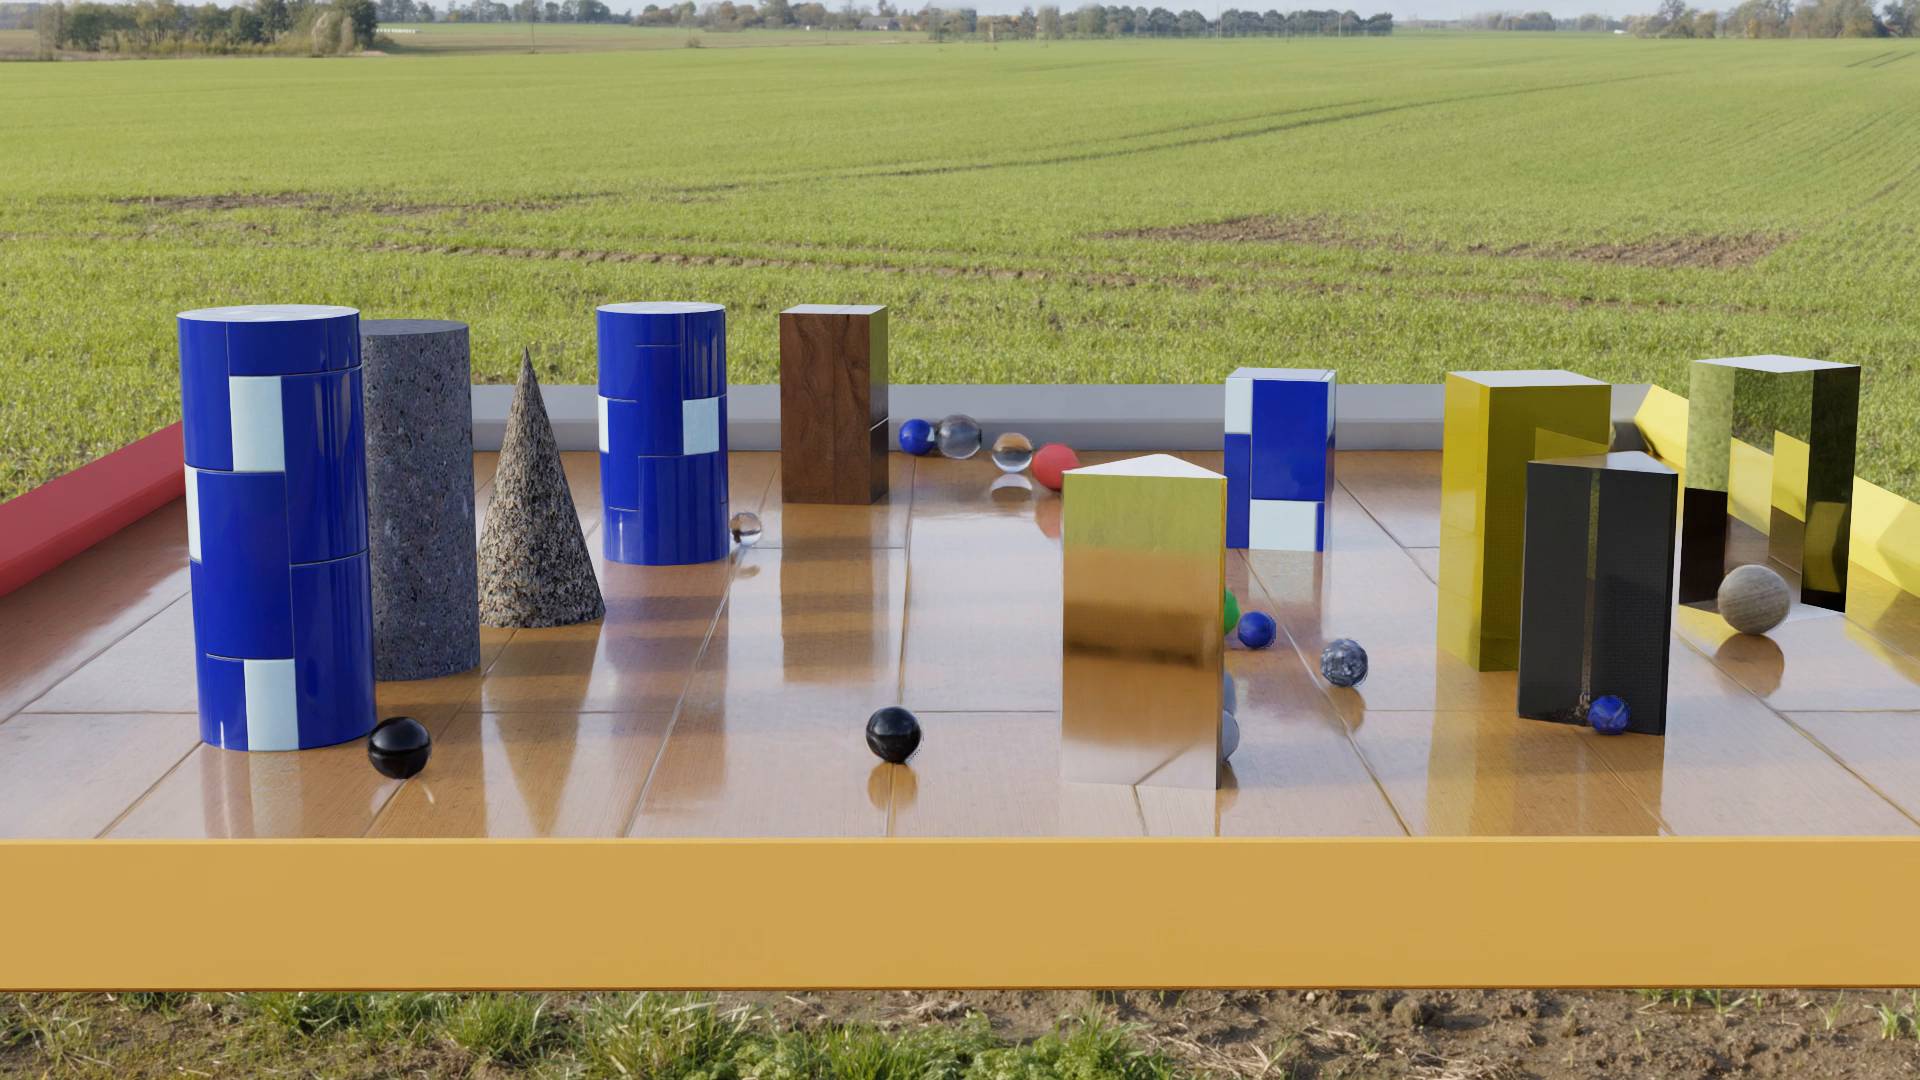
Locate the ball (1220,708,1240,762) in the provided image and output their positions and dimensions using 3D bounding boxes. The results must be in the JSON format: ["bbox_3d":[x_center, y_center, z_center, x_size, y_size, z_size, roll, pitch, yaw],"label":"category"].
[{"bbox_3d":[0.265,0.205,2.701,0.059,0.059,0.059,0,11,0],"label":"ball"}]

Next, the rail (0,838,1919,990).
[{"bbox_3d":[0.008,0.292,2.052,2.649,0.124,0.045,0,11,0],"label":"rail"}]

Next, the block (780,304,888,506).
[{"bbox_3d":[-0.211,-0.230,4.329,0.152,0.319,0.152,2,11,10],"label":"block"}]

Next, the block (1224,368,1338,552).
[{"bbox_3d":[0.491,-0.126,3.935,0.152,0.258,0.152,3,11,13],"label":"block"}]

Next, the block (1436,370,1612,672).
[{"bbox_3d":[0.691,-0.027,3.159,0.152,0.347,0.152,-2,11,-9],"label":"block"}]

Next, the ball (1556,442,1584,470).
[{"bbox_3d":[1.104,-0.152,4.647,0.048,0.048,0.048,0,11,0],"label":"ball"}]

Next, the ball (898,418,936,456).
[{"bbox_3d":[-0.082,-0.192,4.804,0.070,0.070,0.070,0,11,0],"label":"ball"}]

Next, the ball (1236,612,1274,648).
[{"bbox_3d":[0.372,0.113,3.229,0.047,0.047,0.047,0,11,0],"label":"ball"}]

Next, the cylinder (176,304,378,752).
[{"bbox_3d":[-0.742,-0.017,2.796,0.190,0.461,0.190,0,11,0],"label":"cylinder"}]

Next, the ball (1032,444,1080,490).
[{"bbox_3d":[0.165,-0.125,4.417,0.080,0.080,0.080,0,11,0],"label":"ball"}]

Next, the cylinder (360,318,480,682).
[{"bbox_3d":[-0.685,-0.052,3.112,0.190,0.414,0.190,0,11,0],"label":"cylinder"}]

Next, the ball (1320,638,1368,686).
[{"bbox_3d":[0.454,0.145,3.030,0.057,0.057,0.057,0,11,0],"label":"ball"}]

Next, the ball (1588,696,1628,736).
[{"bbox_3d":[0.711,0.193,2.813,0.043,0.043,0.043,0,11,0],"label":"ball"}]

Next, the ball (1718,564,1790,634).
[{"bbox_3d":[1.023,0.076,3.310,0.089,0.089,0.089,0,11,0],"label":"ball"}]

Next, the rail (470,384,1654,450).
[{"bbox_3d":[-0.008,-0.228,4.847,2.649,0.124,0.045,0,11,0],"label":"rail"}]

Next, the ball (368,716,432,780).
[{"bbox_3d":[-0.576,0.214,2.638,0.065,0.065,0.065,0,11,0],"label":"ball"}]

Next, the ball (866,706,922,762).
[{"bbox_3d":[-0.070,0.204,2.706,0.059,0.059,0.059,0,11,0],"label":"ball"}]

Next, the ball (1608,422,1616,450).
[{"bbox_3d":[1.184,-0.197,4.799,0.082,0.082,0.082,0,11,0],"label":"ball"}]

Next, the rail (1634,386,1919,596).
[{"bbox_3d":[1.301,0.030,3.457,0.045,0.124,2.891,0,11,0],"label":"rail"}]

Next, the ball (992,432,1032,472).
[{"bbox_3d":[0.094,-0.157,4.608,0.073,0.073,0.073,0,11,0],"label":"ball"}]

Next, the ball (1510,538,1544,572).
[{"bbox_3d":[0.820,0.022,3.708,0.049,0.049,0.049,0,11,0],"label":"ball"}]

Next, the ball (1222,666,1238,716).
[{"bbox_3d":[0.253,0.171,2.786,0.095,0.095,0.095,0,11,0],"label":"ball"}]

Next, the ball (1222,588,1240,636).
[{"bbox_3d":[0.323,0.092,3.282,0.069,0.069,0.069,0,11,0],"label":"ball"}]

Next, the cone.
[{"bbox_3d":[-0.570,-0.080,3.405,0.190,0.362,0.190,0,11,0],"label":"cone"}]

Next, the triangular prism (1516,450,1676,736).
[{"bbox_3d":[0.735,0.053,2.887,0.165,0.291,0.143,6,12,30],"label":"triangular prism"}]

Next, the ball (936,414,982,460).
[{"bbox_3d":[-0.001,-0.192,4.762,0.086,0.086,0.086,0,11,0],"label":"ball"}]

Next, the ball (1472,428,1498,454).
[{"bbox_3d":[0.988,-0.187,4.833,0.049,0.049,0.049,0,11,0],"label":"ball"}]

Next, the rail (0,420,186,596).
[{"bbox_3d":[-1.301,0.033,3.442,0.045,0.124,2.891,0,11,0],"label":"rail"}]

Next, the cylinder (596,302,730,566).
[{"bbox_3d":[-0.441,-0.162,3.821,0.190,0.370,0.190,0,11,0],"label":"cylinder"}]

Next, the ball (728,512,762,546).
[{"bbox_3d":[-0.328,-0.017,3.907,0.054,0.054,0.054,0,11,0],"label":"ball"}]

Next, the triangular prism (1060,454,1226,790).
[{"bbox_3d":[0.197,0.080,2.661,0.165,0.320,0.143,2,11,12],"label":"triangular prism"}]

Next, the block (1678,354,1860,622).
[{"bbox_3d":[1.082,-0.071,3.434,0.152,0.333,0.152,-6,12,-29],"label":"block"}]
